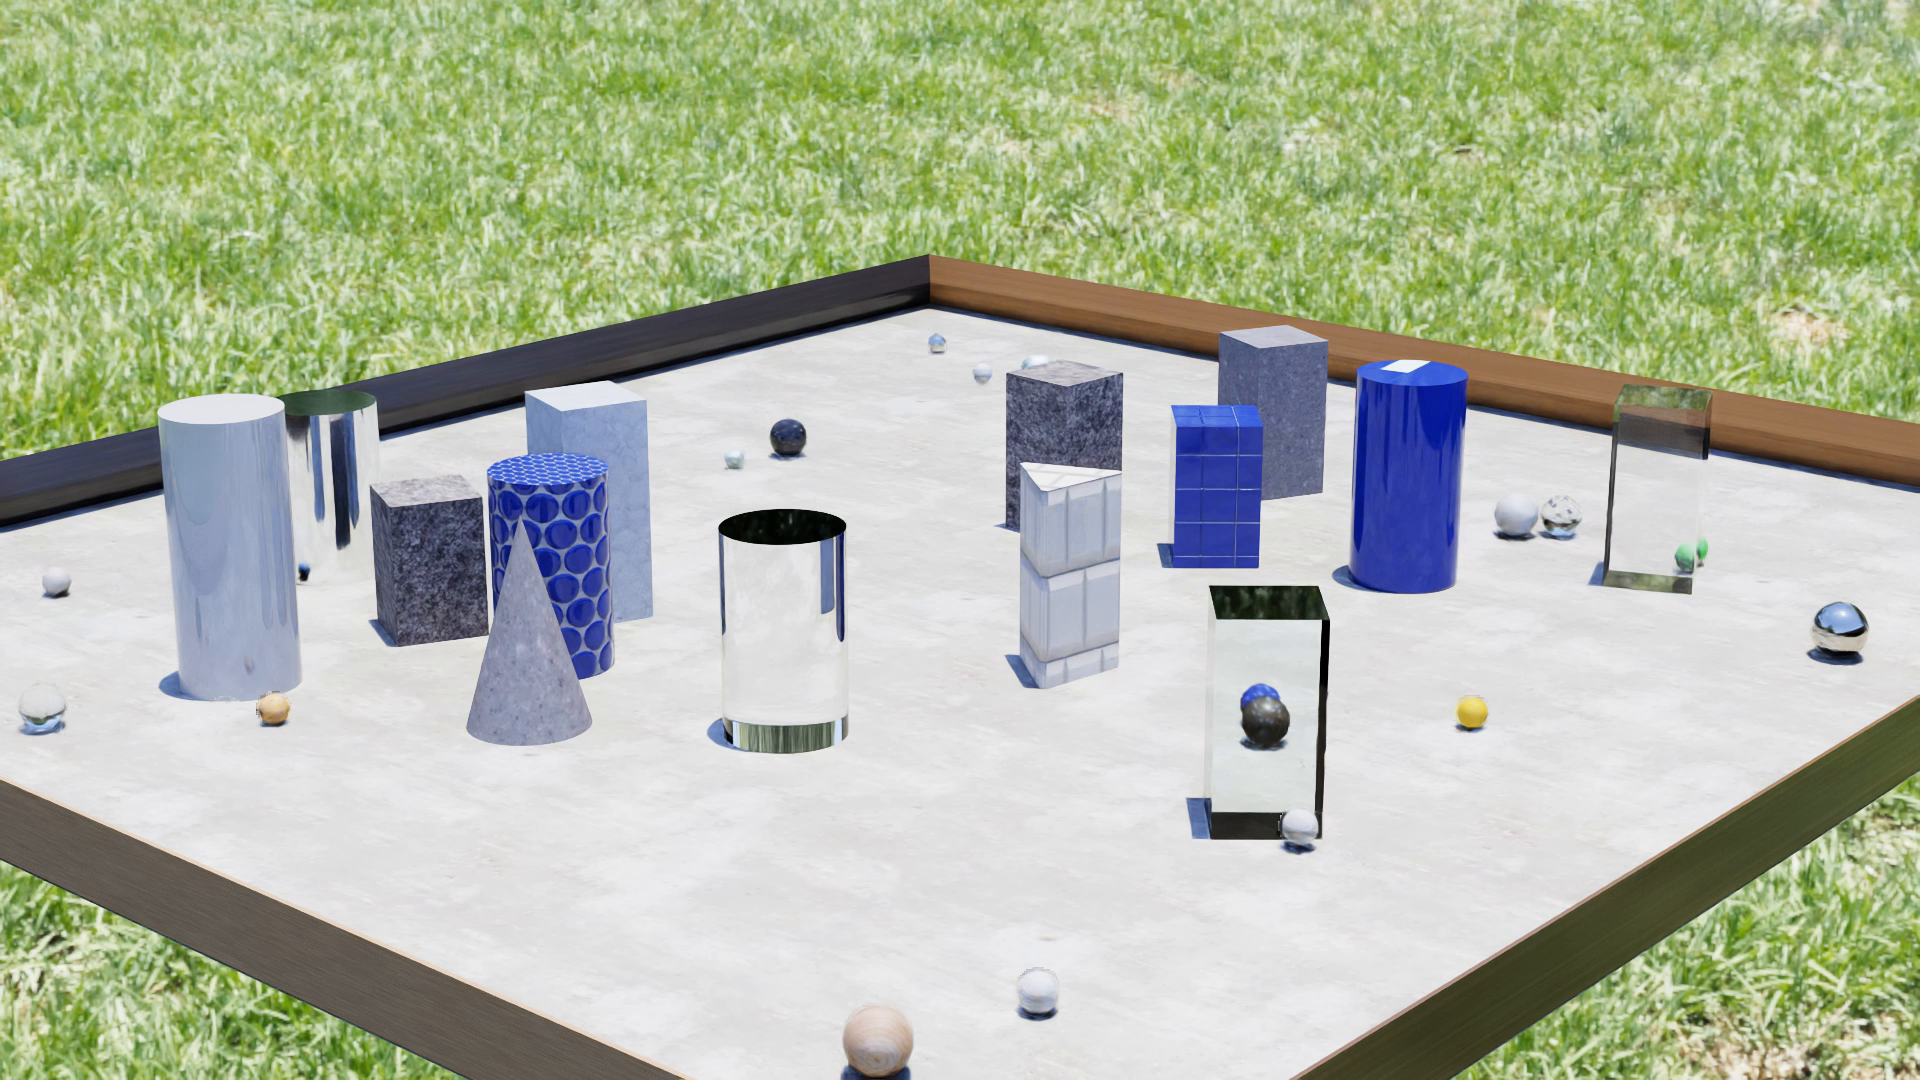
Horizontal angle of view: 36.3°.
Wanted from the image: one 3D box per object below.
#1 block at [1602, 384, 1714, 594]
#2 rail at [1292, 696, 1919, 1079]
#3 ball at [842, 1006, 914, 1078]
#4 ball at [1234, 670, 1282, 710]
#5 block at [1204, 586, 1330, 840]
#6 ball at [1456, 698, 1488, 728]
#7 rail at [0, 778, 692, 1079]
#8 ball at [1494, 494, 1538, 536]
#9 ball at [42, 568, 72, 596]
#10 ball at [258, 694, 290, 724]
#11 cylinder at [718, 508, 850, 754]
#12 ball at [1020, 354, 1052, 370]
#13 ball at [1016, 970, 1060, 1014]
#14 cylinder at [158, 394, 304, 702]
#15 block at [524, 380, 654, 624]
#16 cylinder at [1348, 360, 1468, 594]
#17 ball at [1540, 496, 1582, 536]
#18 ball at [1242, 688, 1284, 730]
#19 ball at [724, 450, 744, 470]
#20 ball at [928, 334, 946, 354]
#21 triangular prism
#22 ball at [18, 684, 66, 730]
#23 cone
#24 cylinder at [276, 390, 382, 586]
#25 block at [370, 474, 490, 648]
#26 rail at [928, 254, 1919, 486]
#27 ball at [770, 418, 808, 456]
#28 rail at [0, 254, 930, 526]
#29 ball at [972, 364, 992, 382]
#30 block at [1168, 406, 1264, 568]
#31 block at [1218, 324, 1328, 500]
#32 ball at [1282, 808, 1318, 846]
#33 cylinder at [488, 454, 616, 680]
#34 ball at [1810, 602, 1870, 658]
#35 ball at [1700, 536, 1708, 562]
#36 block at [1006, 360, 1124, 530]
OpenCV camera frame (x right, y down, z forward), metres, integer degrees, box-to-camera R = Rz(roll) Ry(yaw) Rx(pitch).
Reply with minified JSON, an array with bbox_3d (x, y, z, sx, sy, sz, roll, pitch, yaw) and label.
[{"bbox_3d":[1.231,-0.091,5.174,0.154,0.331,0.154,6,18,18],"label":"block"},{"bbox_3d":[1.213,0.336,4.112,0.045,0.125,3.515,14,22,39],"label":"rail"},{"bbox_3d":[-0.094,0.579,3.383,0.083,0.083,0.083,0,17,0],"label":"ball"},{"bbox_3d":[0.462,0.237,4.548,0.073,0.073,0.073,0,17,0],"label":"ball"},{"bbox_3d":[0.426,0.240,4.093,0.154,0.322,0.154,0,17,1],"label":"block"},{"bbox_3d":[0.784,0.264,4.487,0.047,0.047,0.047,0,17,0],"label":"ball"},{"bbox_3d":[-1.137,0.410,3.867,3.261,0.125,0.045,14,22,39],"label":"rail"},{"bbox_3d":[1.037,-0.047,5.463,0.080,0.080,0.080,0,17,0],"label":"ball"},{"bbox_3d":[-1.578,0.072,5.122,0.049,0.049,0.049,0,17,0],"label":"ball"},{"bbox_3d":[-1.054,0.259,4.506,0.046,0.046,0.046,0,17,0],"label":"ball"},{"bbox_3d":[-0.265,0.136,4.429,0.193,0.326,0.193,0,17,0],"label":"cylinder"},{"bbox_3d":[0.175,-0.378,6.560,0.079,0.079,0.079,0,17,0],"label":"ball"},{"bbox_3d":[0.095,0.546,3.544,0.053,0.053,0.053,0,17,0],"label":"ball"},{"bbox_3d":[-1.149,0.011,4.627,0.193,0.451,0.193,0,17,0],"label":"cylinder"},{"bbox_3d":[-0.629,-0.059,4.979,0.154,0.383,0.154,-10,19,-29],"label":"block"},{"bbox_3d":[0.788,-0.112,5.167,0.193,0.375,0.193,0,17,0],"label":"cylinder"},{"bbox_3d":[1.121,-0.046,5.465,0.076,0.076,0.076,0,17,0],"label":"ball"},{"bbox_3d":[0.462,0.257,4.467,0.064,0.064,0.064,0,17,0],"label":"ball"},{"bbox_3d":[-0.454,-0.163,5.914,0.040,0.040,0.040,0,17,0],"label":"ball"},{"bbox_3d":[-0.054,-0.461,6.892,0.046,0.046,0.046,0,17,0],"label":"ball"},{"bbox_3d":[0.148,0.048,4.717,0.167,0.328,0.145,-14,22,-39],"label":"triangular prism"},{"bbox_3d":[-1.403,0.254,4.481,0.070,0.070,0.070,0,17,0],"label":"ball"},{"bbox_3d":[-0.662,0.122,4.459,0.193,0.336,0.193,0,17,0],"label":"cone"},{"bbox_3d":[-1.128,-0.095,5.222,0.193,0.310,0.193,0,17,0],"label":"cylinder"},{"bbox_3d":[-0.890,0.033,4.918,0.154,0.241,0.154,-7,18,-22],"label":"block"},{"bbox_3d":[1.137,-0.347,6.374,3.261,0.125,0.045,14,22,39],"label":"rail"},{"bbox_3d":[-0.352,-0.210,6.005,0.078,0.078,0.078,0,17,0],"label":"ball"},{"bbox_3d":[-1.213,-0.273,6.129,0.045,0.125,3.515,14,22,39],"label":"rail"},{"bbox_3d":[0.051,-0.378,6.620,0.043,0.043,0.043,0,17,0],"label":"ball"},{"bbox_3d":[0.461,-0.097,5.310,0.154,0.264,0.154,0,17,0],"label":"block"},{"bbox_3d":[0.609,-0.249,5.742,0.154,0.306,0.154,-8,18,-24],"label":"block"},{"bbox_3d":[0.467,0.394,4.032,0.051,0.051,0.051,0,17,0],"label":"ball"},{"bbox_3d":[-0.659,0.043,4.733,0.193,0.328,0.193,0,17,0],"label":"cylinder"},{"bbox_3d":[1.440,0.147,4.798,0.092,0.092,0.092,0,17,0],"label":"ball"},{"bbox_3d":[1.323,0.015,5.291,0.054,0.054,0.054,0,17,0],"label":"ball"},{"bbox_3d":[0.195,-0.168,5.487,0.154,0.298,0.154,16,23,43],"label":"block"}]
